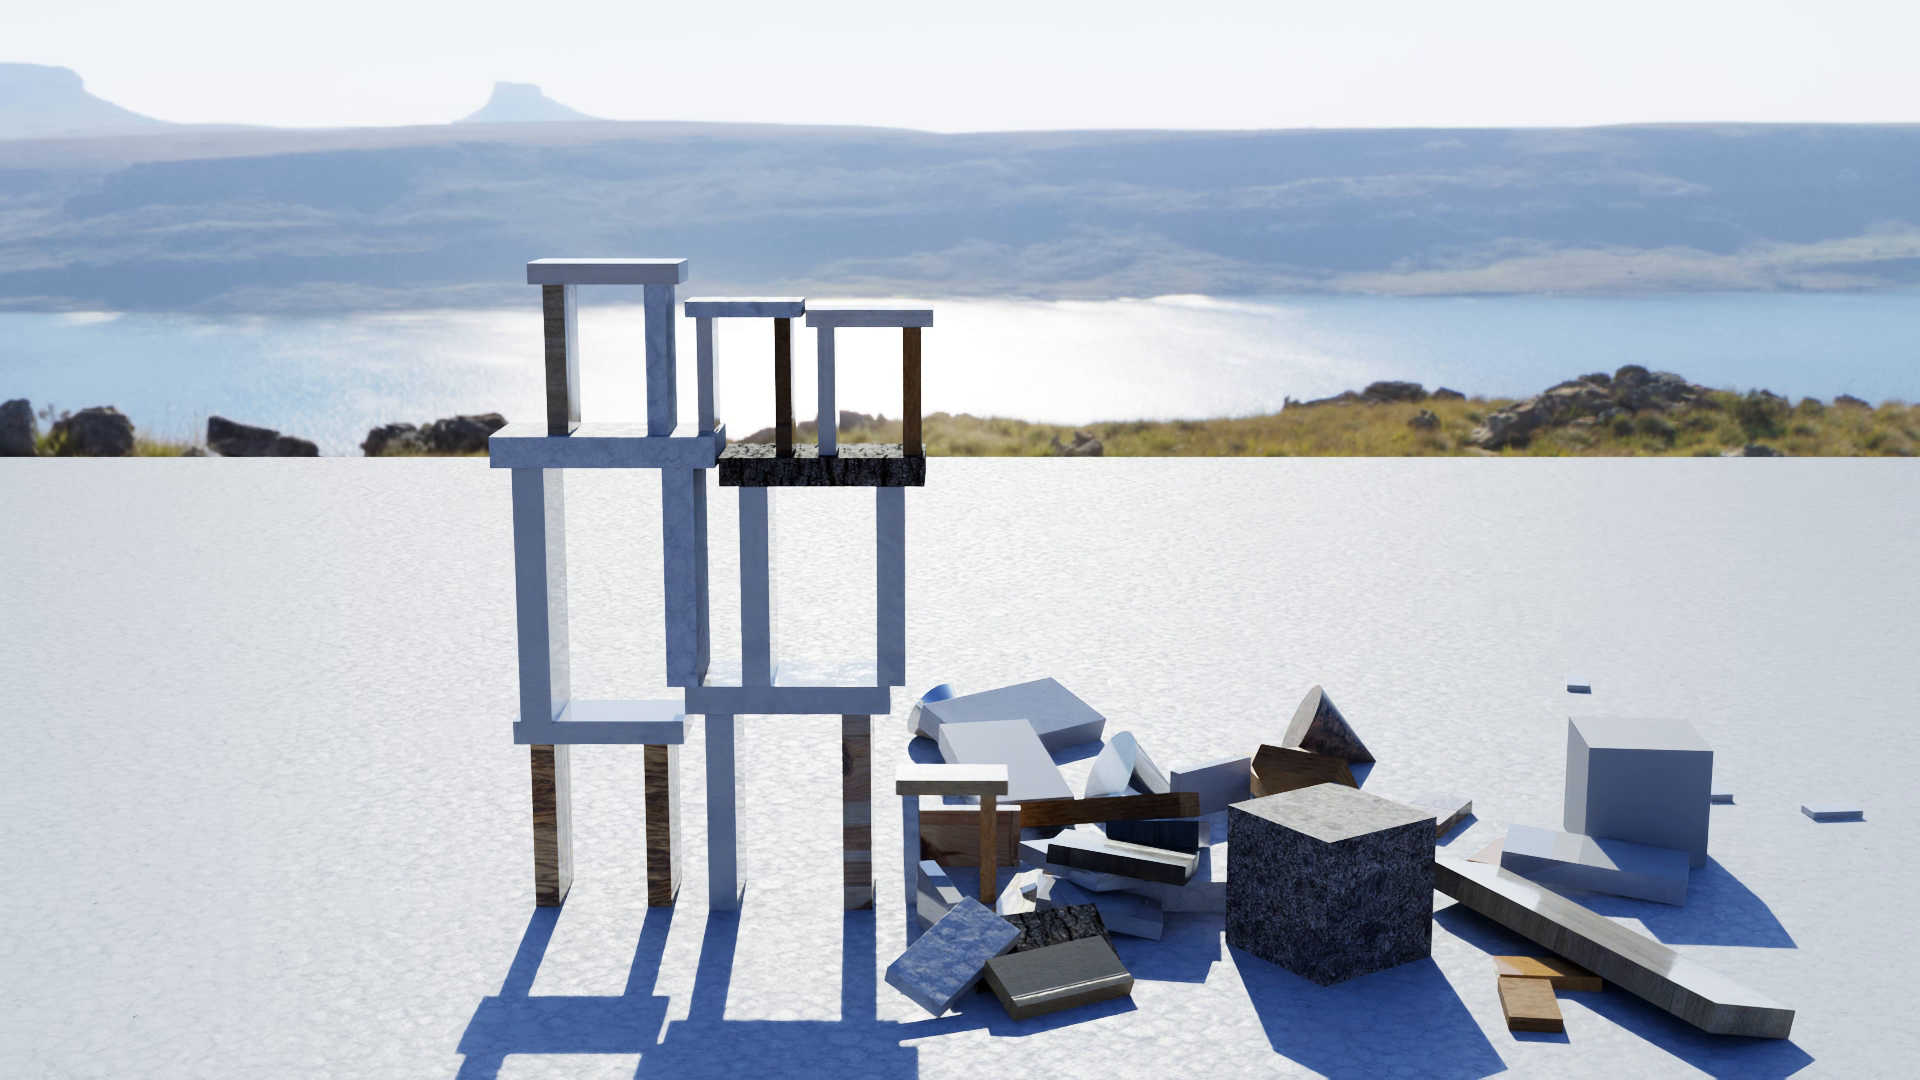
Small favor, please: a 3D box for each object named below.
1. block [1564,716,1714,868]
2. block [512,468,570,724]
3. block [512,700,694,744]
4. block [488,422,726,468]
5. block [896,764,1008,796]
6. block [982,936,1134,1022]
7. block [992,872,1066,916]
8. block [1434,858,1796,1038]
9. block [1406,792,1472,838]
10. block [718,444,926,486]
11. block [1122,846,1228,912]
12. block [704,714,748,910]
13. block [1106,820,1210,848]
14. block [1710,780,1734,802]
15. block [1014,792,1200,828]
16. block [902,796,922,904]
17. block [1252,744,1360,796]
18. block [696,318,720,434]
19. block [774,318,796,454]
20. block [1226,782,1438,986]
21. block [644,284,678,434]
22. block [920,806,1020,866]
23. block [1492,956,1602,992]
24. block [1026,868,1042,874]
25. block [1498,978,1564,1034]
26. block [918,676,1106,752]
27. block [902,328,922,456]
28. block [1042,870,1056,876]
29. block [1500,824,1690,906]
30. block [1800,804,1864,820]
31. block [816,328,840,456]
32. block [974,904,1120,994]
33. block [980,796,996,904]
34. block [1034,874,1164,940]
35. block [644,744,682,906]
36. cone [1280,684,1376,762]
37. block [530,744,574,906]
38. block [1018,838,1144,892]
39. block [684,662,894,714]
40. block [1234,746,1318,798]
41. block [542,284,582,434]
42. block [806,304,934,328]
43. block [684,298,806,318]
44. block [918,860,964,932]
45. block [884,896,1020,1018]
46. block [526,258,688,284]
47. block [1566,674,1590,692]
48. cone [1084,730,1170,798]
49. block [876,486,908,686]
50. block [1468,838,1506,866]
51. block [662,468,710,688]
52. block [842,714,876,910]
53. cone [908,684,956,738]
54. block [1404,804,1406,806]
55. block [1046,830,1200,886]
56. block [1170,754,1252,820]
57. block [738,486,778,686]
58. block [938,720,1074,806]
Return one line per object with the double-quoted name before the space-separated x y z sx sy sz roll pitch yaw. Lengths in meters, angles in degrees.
"block" 1.197 0.442 3.894 0.208 0.208 0.208 1 11 6
"block" -0.680 0.076 3.578 0.050 0.415 0.177 0 11 0
"block" -0.584 0.299 3.620 0.275 0.039 0.138 0 11 0
"block" -0.562 -0.153 3.536 0.354 0.050 0.177 0 11 0
"block" -0.014 0.396 3.633 0.184 0.026 0.092 0 11 0
"block" 0.144 0.640 3.219 0.200 0.028 0.100 -6 36 -29
"block" 0.108 0.604 3.508 0.113 0.032 0.333 3 11 15
"block" 0.964 0.610 3.352 0.149 0.042 0.676 10 6 -25
"block" 0.869 0.506 4.050 0.091 0.026 0.183 6 12 31
"block" -0.218 -0.121 3.538 0.324 0.046 0.162 0 11 0
"block" 0.433 0.565 3.668 0.357 0.051 0.179 0 11 1
"block" -0.387 0.427 3.642 0.047 0.329 0.165 0 11 0
"block" 0.341 0.502 3.757 0.152 0.043 0.304 -1 -8 10
"block" 1.434 0.463 4.318 0.048 0.014 0.296 -1 11 -4
"block" 0.263 0.480 3.906 0.299 0.042 0.149 -6 -9 18
"block" -0.079 0.499 3.652 0.026 0.184 0.092 -2 11 0
"block" 0.610 0.457 3.686 0.152 0.304 0.043 8 55 36
"block" -0.402 -0.267 3.513 0.026 0.183 0.091 0 11 0
"block" -0.279 -0.250 3.515 0.026 0.217 0.091 0 11 0
"block" 0.571 0.526 3.400 0.224 0.224 0.224 -7 13 -33
"block" -0.476 -0.293 3.505 0.033 0.236 0.118 0 11 0
"block" 0.003 0.512 3.810 0.203 0.101 0.029 0 11 0
"block" 0.879 0.649 3.294 0.149 0.021 0.074 1 11 6
"block" 0.143 0.571 3.735 0.045 0.013 0.090 10 14 42
"block" 0.822 0.671 3.176 0.074 0.021 0.148 1 11 7
"block" 0.110 0.376 4.534 0.357 0.051 0.179 -9 33 -40
"block" -0.076 -0.243 3.515 0.029 0.202 0.101 0 11 0
"block" 0.188 0.562 3.715 0.090 0.013 0.045 4 11 18
"block" 1.073 0.547 3.719 0.299 0.042 0.149 8 14 18
"block" 1.622 0.505 4.091 0.096 0.014 0.048 -1 11 -6
"block" -0.211 -0.243 3.514 0.029 0.202 0.101 0 11 0
"block" 0.115 0.614 3.313 0.226 0.032 0.113 -4 41 -20
"block" 0.047 0.500 3.652 0.026 0.184 0.092 0 11 0
"block" 0.220 0.584 3.503 0.203 0.029 0.101 12 13 1
"block" -0.492 0.454 3.649 0.039 0.275 0.138 0 11 0
"cone" 0.763 0.408 4.433 0.175 0.175 0.175 27 10 -3
"block" -0.676 0.454 3.649 0.039 0.275 0.138 0 11 0
"block" 0.197 0.530 3.601 0.101 0.029 0.202 1 8 -37
"block" -0.277 0.243 3.608 0.329 0.047 0.165 0 11 0
"block" 0.633 0.456 4.202 0.152 0.043 0.304 -5 8 -5
"block" -0.634 -0.293 3.504 0.033 0.236 0.118 0 11 0
"block" -0.143 -0.356 3.495 0.202 0.029 0.101 0 11 -1
"block" -0.340 -0.370 3.493 0.183 0.026 0.091 0 11 0
"block" -0.030 0.581 3.441 0.028 0.100 0.200 -3 11 -14
"block" -0.010 0.610 3.231 0.100 0.028 0.200 31 41 23
"block" -0.556 -0.425 3.480 0.236 0.033 0.118 0 11 0
"block" 1.414 0.328 5.041 0.048 0.014 0.096 2 11 13
"cone" 0.353 0.471 4.088 0.179 0.179 0.179 25 3 -18
"block" -0.110 0.061 3.572 0.046 0.324 0.162 0 11 0
"block" 0.944 0.552 3.817 0.074 0.021 0.148 7 13 34
"block" -0.444 0.045 3.573 0.050 0.354 0.177 0 11 0
"block" -0.167 0.427 3.642 0.047 0.329 0.165 0 11 0
"cone" -0.016 0.392 4.573 0.133 0.133 0.133 -11 42 -47
"block" 0.739 0.513 4.014 0.091 0.026 0.183 6 12 30
"block" 0.264 0.512 3.550 0.226 0.032 0.113 7 7 16
"block" 0.468 0.462 4.108 0.183 0.091 0.026 -8 13 -36
"block" -0.326 0.061 3.573 0.046 0.324 0.162 0 11 0
"block" 0.084 0.441 4.192 0.179 0.051 0.357 -2 19 -12
